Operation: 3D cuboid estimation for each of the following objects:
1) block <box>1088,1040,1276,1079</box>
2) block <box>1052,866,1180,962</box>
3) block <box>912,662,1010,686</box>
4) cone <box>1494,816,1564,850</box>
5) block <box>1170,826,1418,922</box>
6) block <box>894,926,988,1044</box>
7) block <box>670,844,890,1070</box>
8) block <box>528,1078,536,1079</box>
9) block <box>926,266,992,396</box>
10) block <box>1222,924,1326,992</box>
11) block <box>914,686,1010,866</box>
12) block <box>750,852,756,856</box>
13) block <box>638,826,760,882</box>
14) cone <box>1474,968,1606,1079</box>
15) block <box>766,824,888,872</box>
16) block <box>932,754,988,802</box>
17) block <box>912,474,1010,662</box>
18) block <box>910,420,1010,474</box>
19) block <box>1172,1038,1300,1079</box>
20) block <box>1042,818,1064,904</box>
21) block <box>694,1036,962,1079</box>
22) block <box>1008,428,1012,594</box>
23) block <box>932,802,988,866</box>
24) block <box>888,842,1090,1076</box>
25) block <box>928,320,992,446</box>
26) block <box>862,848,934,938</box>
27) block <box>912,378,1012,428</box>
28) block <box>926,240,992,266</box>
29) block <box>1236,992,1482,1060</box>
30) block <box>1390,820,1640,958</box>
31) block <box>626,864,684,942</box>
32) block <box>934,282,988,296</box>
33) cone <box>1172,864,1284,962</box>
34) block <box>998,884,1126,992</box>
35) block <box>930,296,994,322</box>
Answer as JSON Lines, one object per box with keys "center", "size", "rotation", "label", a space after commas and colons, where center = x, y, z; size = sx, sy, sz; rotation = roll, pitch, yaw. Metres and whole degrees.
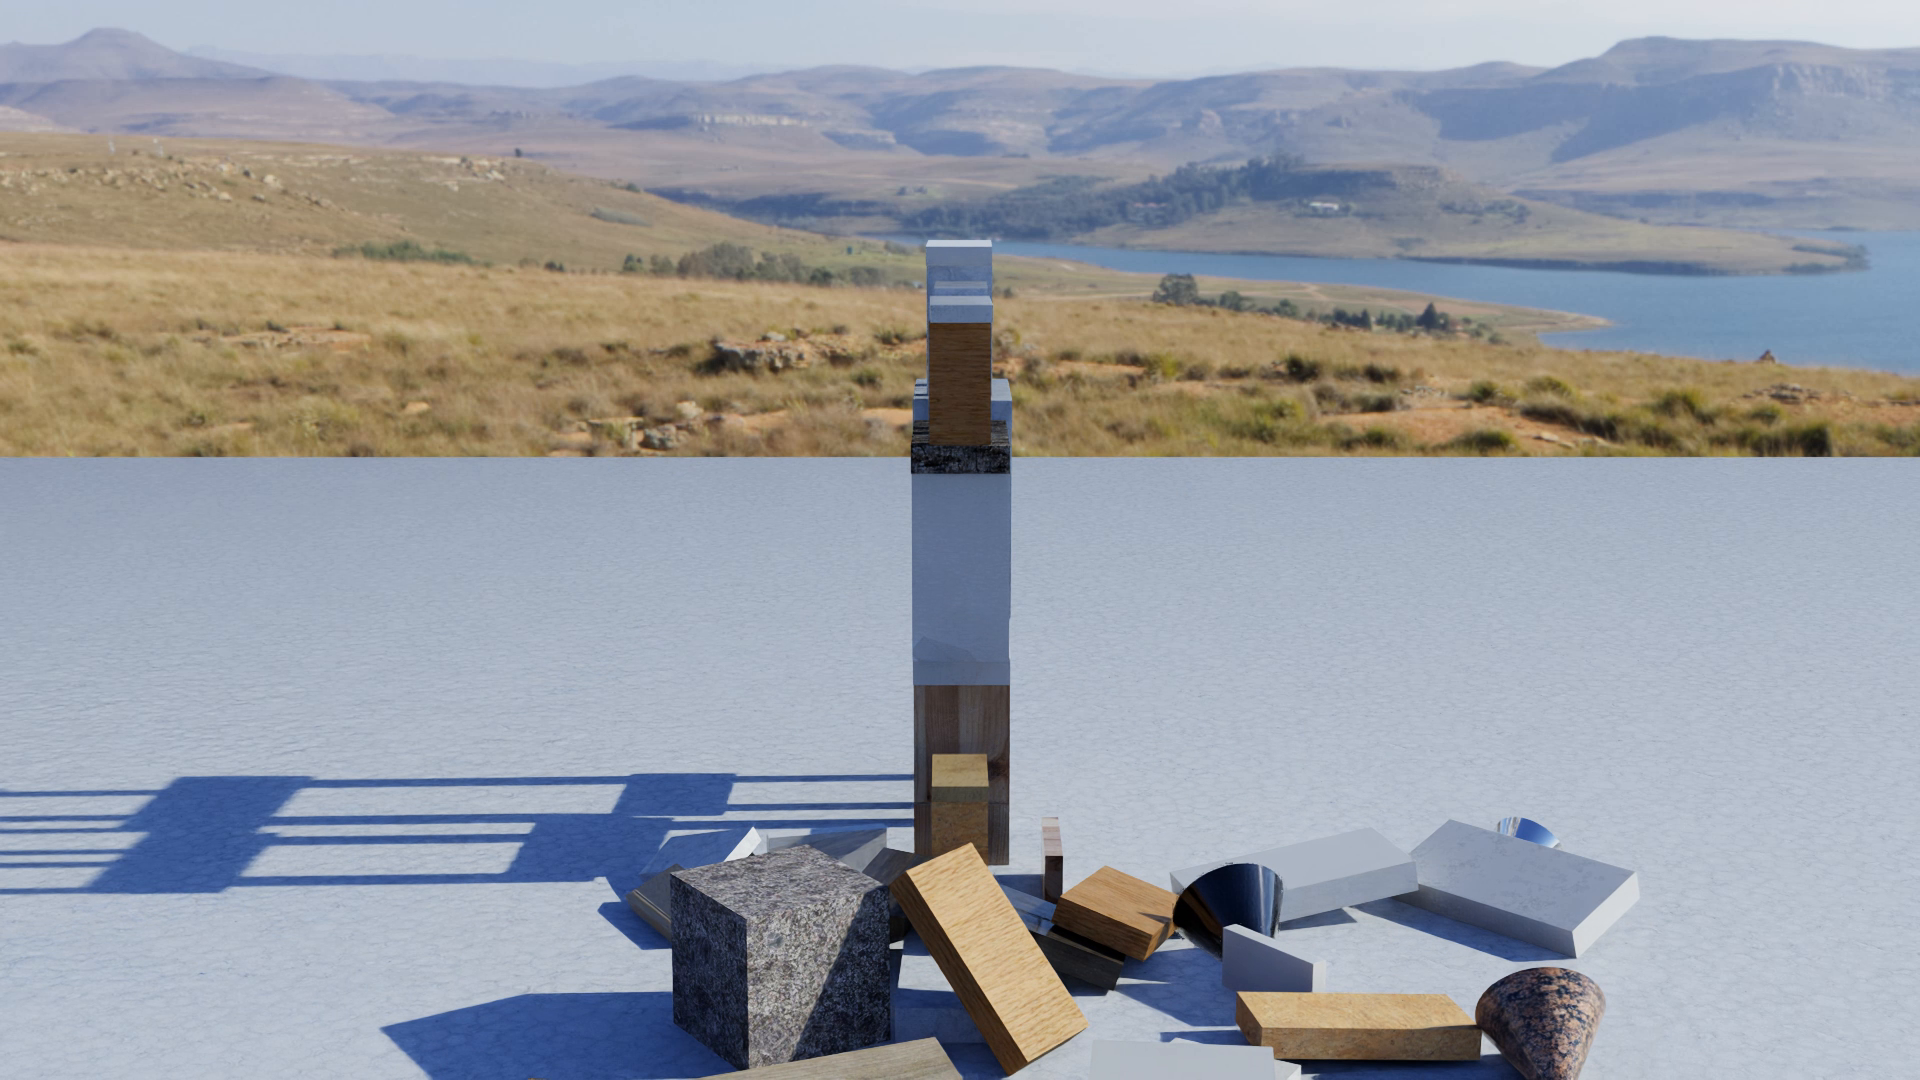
{"center": [0.248, 0.706, 2.474], "size": [0.208, 0.208, 0.208], "rotation": [1, 11, 6], "label": "block"}
{"center": [0.253, 0.574, 3.399], "size": [0.149, 0.042, 0.299], "rotation": [21, 7, 16], "label": "block"}
{"center": [0.003, 0.193, 3.877], "size": [0.165, 0.047, 0.329], "rotation": [0, 11, 0], "label": "block"}
{"center": [0.924, 0.557, 3.680], "size": [0.133, 0.133, 0.133], "rotation": [9, 41, 41], "label": "cone"}
{"center": [0.541, 0.555, 3.577], "size": [0.357, 0.051, 0.179], "rotation": [-11, 12, -11], "label": "block"}
{"center": [0.003, 0.644, 3.239], "size": [0.179, 0.051, 0.357], "rotation": [0, 11, 1], "label": "block"}
{"center": [-0.253, 0.584, 3.087], "size": [0.224, 0.224, 0.224], "rotation": [-7, 13, -33], "label": "block"}
{"center": [-0.500, 0.730, 2.859], "size": [0.148, 0.021, 0.074], "rotation": [1, 11, 7], "label": "block"}
{"center": [-0.001, -0.380, 3.974], "size": [0.118, 0.236, 0.033], "rotation": [0, 11, 0], "label": "block"}
{"center": [0.455, 0.631, 3.201], "size": [0.026, 0.091, 0.183], "rotation": [-8, 13, -36], "label": "block"}
{"center": [0.003, 0.398, 3.803], "size": [0.165, 0.329, 0.047], "rotation": [0, 11, 0], "label": "block"}
{"center": [-0.355, 0.570, 3.548], "size": [0.113, 0.032, 0.226], "rotation": [-33, 20, -12], "label": "block"}
{"center": [-0.435, 0.529, 3.668], "size": [0.200, 0.028, 0.100], "rotation": [-12, 25, 39], "label": "block"}
{"center": [0.784, 0.691, 2.912], "size": [0.175, 0.175, 0.175], "rotation": [0, 37, 2], "label": "cone"}
{"center": [-0.223, 0.535, 3.690], "size": [0.200, 0.100, 0.028], "rotation": [-3, 11, -14], "label": "block"}
{"center": [0.000, 0.394, 3.647], "size": [0.092, 0.026, 0.184], "rotation": [0, 11, 0], "label": "block"}
{"center": [0.001, 0.041, 3.679], "size": [0.162, 0.324, 0.046], "rotation": [0, 11, 0], "label": "block"}
{"center": [0.000, -0.161, 3.751], "size": [0.162, 0.046, 0.324], "rotation": [0, 11, 0], "label": "block"}
{"center": [0.353, 0.712, 2.941], "size": [0.183, 0.026, 0.091], "rotation": [6, 12, 30], "label": "block"}
{"center": [0.152, 0.541, 3.657], "size": [0.029, 0.101, 0.203], "rotation": [0, 11, 0], "label": "block"}
{"center": [-0.316, 0.729, 2.715], "size": [0.676, 0.042, 0.149], "rotation": [-5, 25, -23], "label": "block"}
{"center": [0.004, -0.035, 4.005], "size": [0.177, 0.354, 0.050], "rotation": [0, 11, 0], "label": "block"}
{"center": [0.000, 0.508, 3.607], "size": [0.092, 0.184, 0.026], "rotation": [0, 11, 0], "label": "block"}
{"center": [0.041, 0.576, 3.046], "size": [0.043, 0.304, 0.152], "rotation": [-44, -18, 34], "label": "block"}
{"center": [0.000, -0.257, 3.590], "size": [0.101, 0.202, 0.029], "rotation": [0, 11, 0], "label": "block"}
{"center": [-0.103, 0.541, 3.392], "size": [0.113, 0.032, 0.226], "rotation": [9, 17, 16], "label": "block"}
{"center": [0.004, -0.255, 4.084], "size": [0.177, 0.050, 0.354], "rotation": [0, 11, 0], "label": "block"}
{"center": [-0.001, -0.527, 4.027], "size": [0.118, 0.033, 0.236], "rotation": [0, 11, 0], "label": "block"}
{"center": [0.548, 0.671, 3.041], "size": [0.304, 0.043, 0.152], "rotation": [2, 6, -6], "label": "block"}
{"center": [0.889, 0.558, 3.552], "size": [0.179, 0.051, 0.357], "rotation": [-31, 27, -33], "label": "block"}
{"center": [-0.452, 0.584, 3.522], "size": [0.100, 0.028, 0.200], "rotation": [-31, 23, -22], "label": "block"}
{"center": [0.002, -0.431, 3.826], "size": [0.091, 0.026, 0.183], "rotation": [0, 11, 0], "label": "block"}
{"center": [0.433, 0.615, 3.315], "size": [0.179, 0.179, 0.179], "rotation": [-3, 37, -14], "label": "cone"}
{"center": [0.102, 0.583, 3.321], "size": [0.304, 0.043, 0.152], "rotation": [20, 10, 6], "label": "block"}
{"center": [0.001, -0.382, 3.634], "size": [0.101, 0.029, 0.202], "rotation": [0, 11, -1], "label": "block"}
